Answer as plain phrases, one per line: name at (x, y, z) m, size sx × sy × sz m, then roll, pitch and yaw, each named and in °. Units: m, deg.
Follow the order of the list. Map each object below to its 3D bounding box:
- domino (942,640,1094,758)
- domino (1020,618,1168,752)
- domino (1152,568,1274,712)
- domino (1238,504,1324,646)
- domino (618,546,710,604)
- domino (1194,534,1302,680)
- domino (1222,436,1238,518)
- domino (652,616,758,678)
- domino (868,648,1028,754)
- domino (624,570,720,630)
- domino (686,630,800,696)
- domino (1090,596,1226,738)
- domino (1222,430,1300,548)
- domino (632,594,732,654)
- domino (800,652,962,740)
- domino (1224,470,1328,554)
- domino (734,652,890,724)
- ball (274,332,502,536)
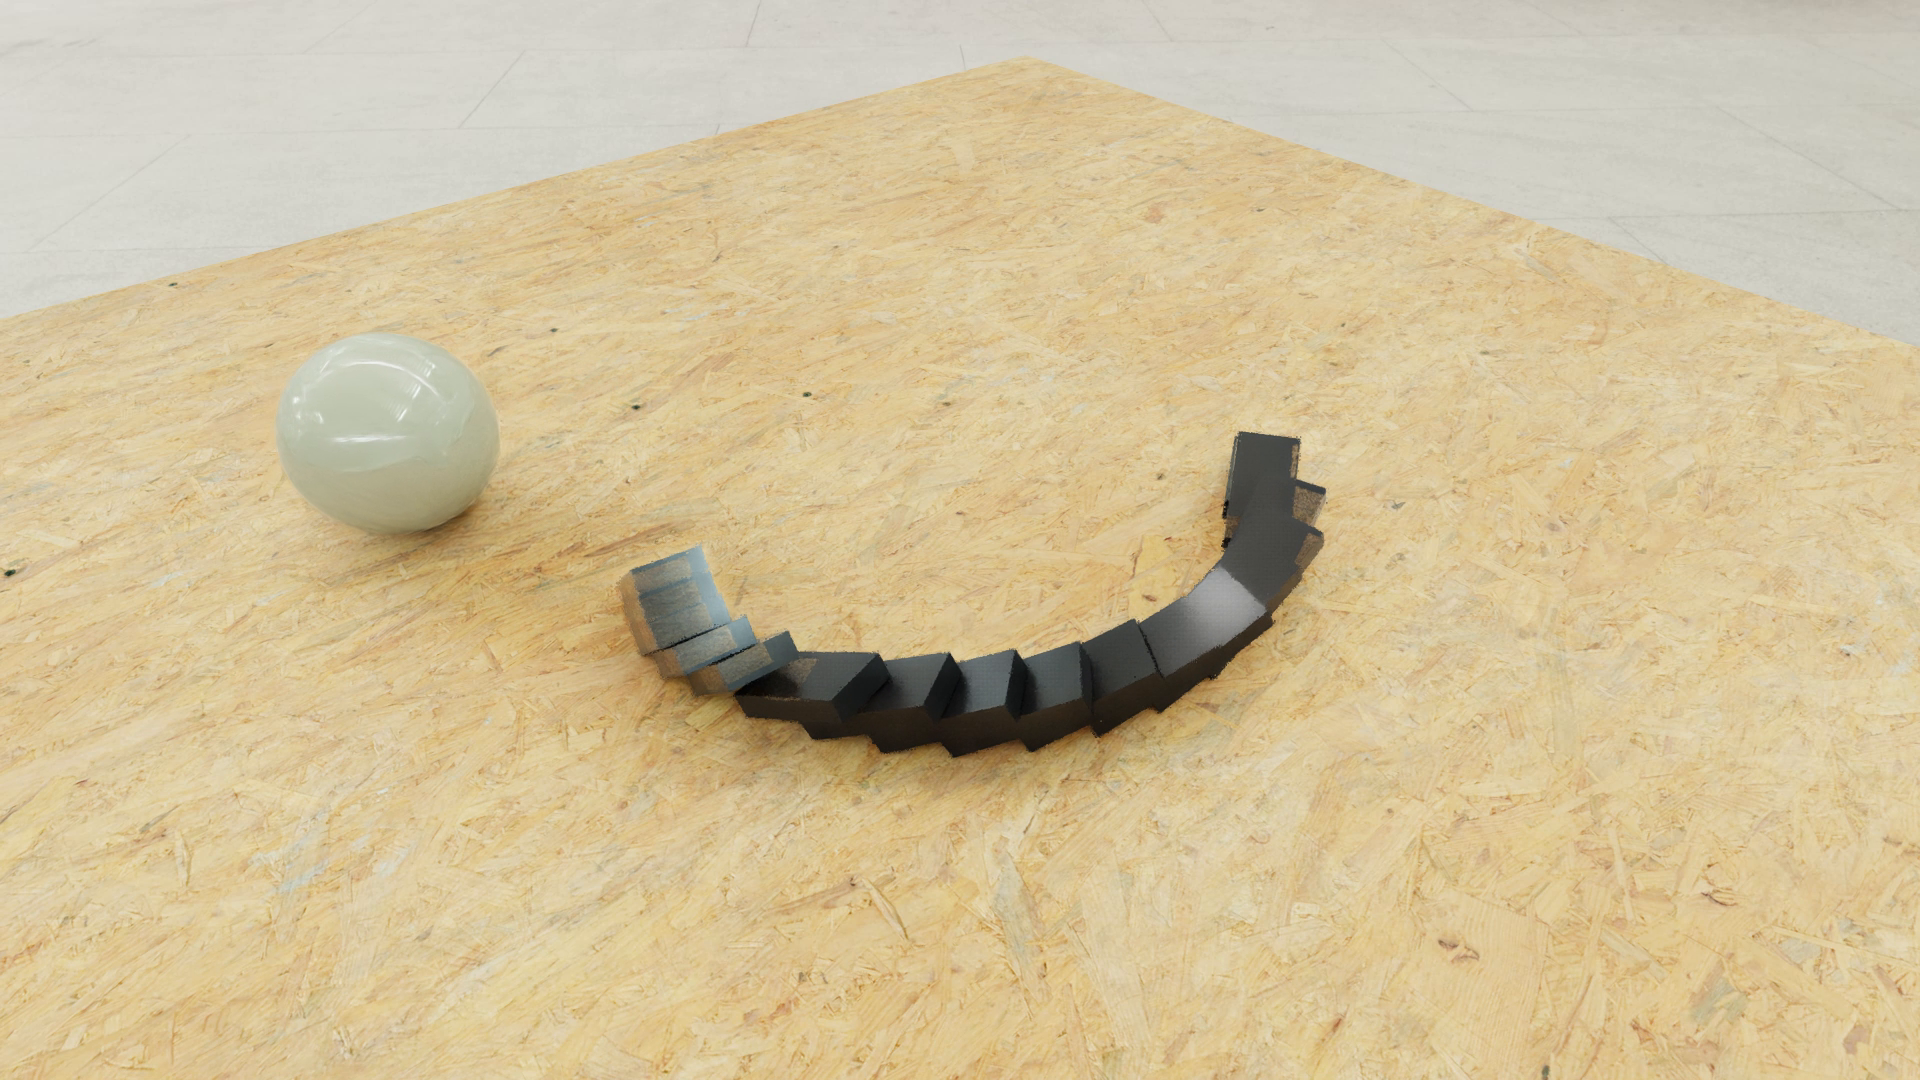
domino at (0.018, 0.053, 0.362) m, size 0.050 × 0.009 × 0.025 m, roll -20°, pitch 35°, yaw 19°
domino at (0.041, 0.048, 0.367) m, size 0.050 × 0.010 × 0.025 m, roll -28°, pitch 39°, yaw 10°
domino at (0.081, 0.035, 0.384) m, size 0.050 × 0.010 × 0.025 m, roll -38°, pitch 46°, yaw -2°
domino at (0.111, 0.012, 0.412) m, size 0.025 × 0.010 × 0.050 m, roll 32°, pitch 75°, yaw 33°
domino at (-0.109, 0.014, 0.402) m, size 0.025 × 0.009 × 0.050 m, roll -21°, pitch 1°, yaw -24°
domino at (0.097, 0.024, 0.398) m, size 0.050 × 0.010 × 0.025 m, roll -46°, pitch 53°, yaw -9°
domino at (0.129, -0.026, 0.475) m, size 0.025 × 0.009 × 0.050 m, roll 10°, pitch 40°, yaw 12°
domino at (-0.087, 0.037, 0.373) m, size 0.025 × 0.009 × 0.050 m, roll -23°, pitch 2°, yaw -24°
domino at (-0.004, 0.053, 0.361) m, size 0.050 × 0.009 × 0.025 m, roll -17°, pitch 33°, yaw 24°
domino at (-0.104, 0.022, 0.392) m, size 0.025 × 0.010 × 0.050 m, roll -21°, pitch 1°, yaw -23°
domino at (-0.074, 0.042, 0.367) m, size 0.025 × 0.009 × 0.050 m, roll -26°, pitch 3°, yaw -27°
domino at (0.062, 0.043, 0.374) m, size 0.050 × 0.009 × 0.025 m, roll -32°, pitch 43°, yaw 4°
domino at (0.124, -0.019, 0.450) m, size 0.025 × 0.010 × 0.050 m, roll 9°, pitch 66°, yaw 11°
domino at (-0.097, 0.030, 0.382) m, size 0.025 × 0.009 × 0.050 m, roll -21°, pitch 1°, yaw -24°
domino at (-0.026, 0.052, 0.363) m, size 0.050 × 0.010 × 0.025 m, roll -11°, pitch 31°, yaw 31°
domino at (0.122, -0.002, 0.430) m, size 0.025 × 0.010 × 0.050 m, roll 22°, pitch 69°, yaw 24°
domino at (-0.050, 0.049, 0.366) m, size 0.050 × 0.009 × 0.025 m, roll -4°, pitch 29°, yaw 42°
ball at (-0.227, -0.042, 0.439) m, size 0.080 × 0.080 × 0.080 m, roll 0°, pitch 39°, yaw 0°
